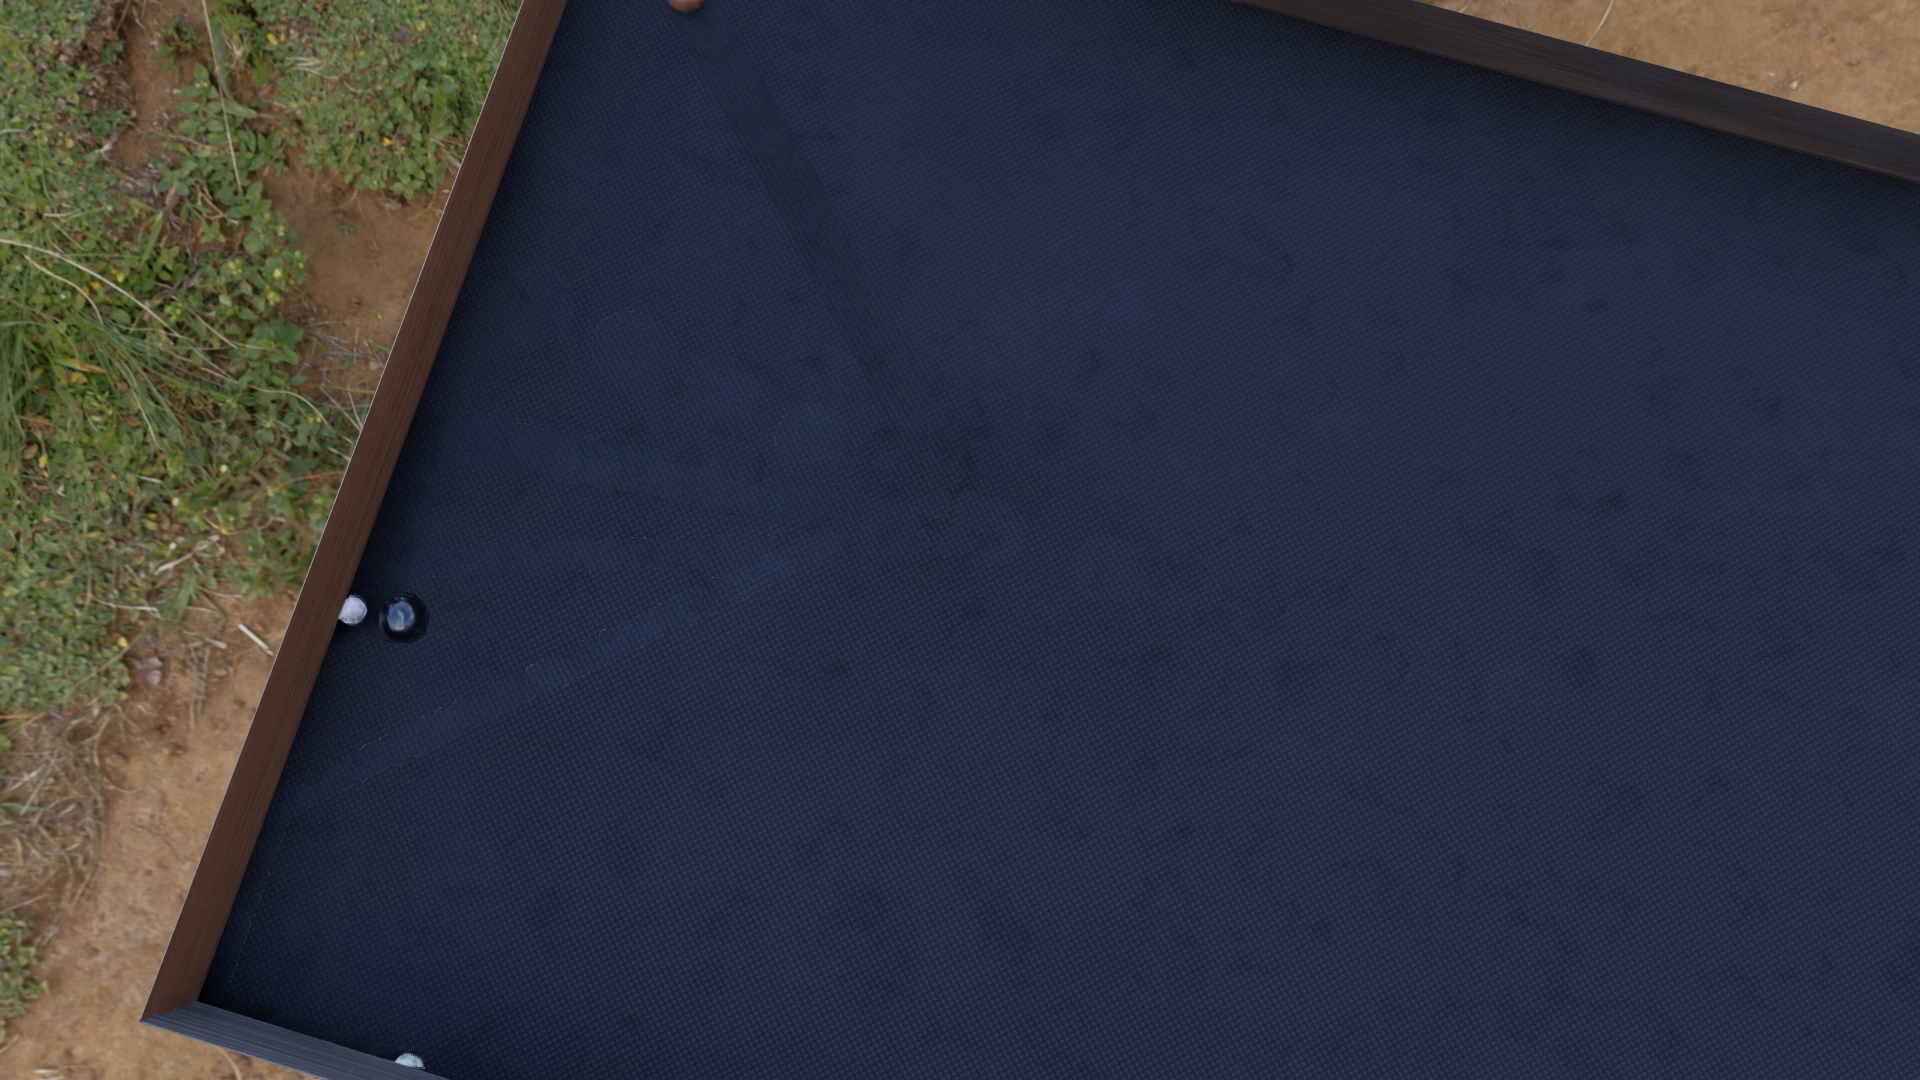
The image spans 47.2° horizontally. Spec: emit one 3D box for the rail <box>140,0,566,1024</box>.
[{"bbox_3d":[-0.837,-0.249,3.361,0.045,0.128,2.026,16,77,4],"label":"rail"}]

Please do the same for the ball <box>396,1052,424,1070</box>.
[{"bbox_3d":[-0.792,0.757,3.159,0.041,0.041,0.041,0,76,0],"label":"ball"}]

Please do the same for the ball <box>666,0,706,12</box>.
[{"bbox_3d":[-0.443,-0.886,3.550,0.069,0.069,0.069,0,76,0],"label":"ball"}]

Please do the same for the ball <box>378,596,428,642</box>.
[{"bbox_3d":[-0.836,0.118,3.302,0.070,0.070,0.070,0,76,0],"label":"ball"}]

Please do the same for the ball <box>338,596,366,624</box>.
[{"bbox_3d":[-0.918,0.106,3.318,0.044,0.044,0.044,0,76,0],"label":"ball"}]

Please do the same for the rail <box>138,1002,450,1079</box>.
[{"bbox_3d":[0.580,1.159,3.014,3.587,0.128,0.045,16,77,4],"label":"rail"}]

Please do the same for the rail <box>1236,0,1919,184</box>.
[{"bbox_3d":[1.140,-0.684,3.469,3.587,0.128,0.045,16,77,4],"label":"rail"}]
